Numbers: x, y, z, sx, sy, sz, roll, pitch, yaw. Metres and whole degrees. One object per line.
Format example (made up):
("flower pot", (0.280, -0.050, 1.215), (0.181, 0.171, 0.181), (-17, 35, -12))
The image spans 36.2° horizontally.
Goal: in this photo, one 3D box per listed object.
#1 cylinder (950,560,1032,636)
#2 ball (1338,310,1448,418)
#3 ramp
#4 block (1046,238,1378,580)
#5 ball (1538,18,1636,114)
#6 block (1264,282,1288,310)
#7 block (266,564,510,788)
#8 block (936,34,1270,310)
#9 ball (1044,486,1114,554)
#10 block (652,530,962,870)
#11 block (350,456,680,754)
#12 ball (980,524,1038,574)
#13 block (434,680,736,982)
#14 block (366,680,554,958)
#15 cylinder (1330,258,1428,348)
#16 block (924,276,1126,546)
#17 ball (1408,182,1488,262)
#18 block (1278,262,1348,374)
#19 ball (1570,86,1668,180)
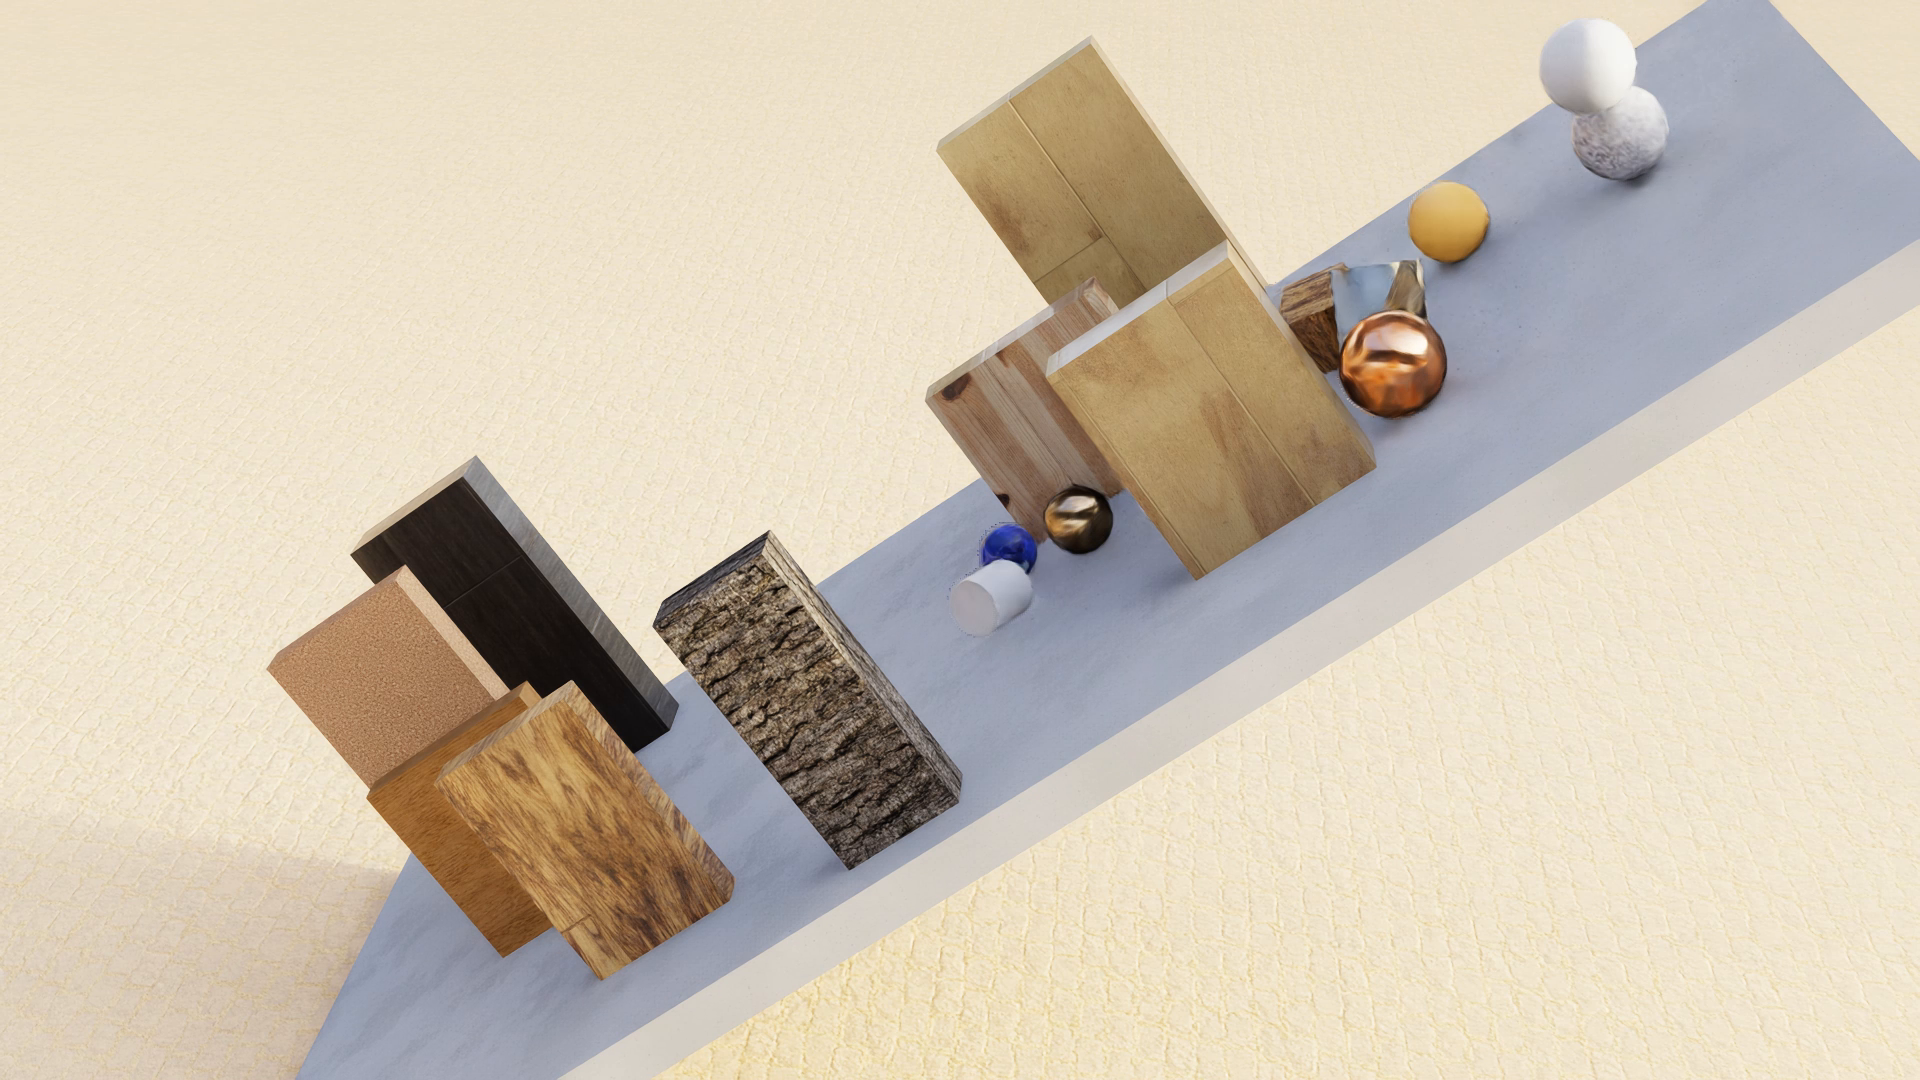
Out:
("cylinder", (0.064, 0.118, 6.013), (0.122, 0.122, 0.122), (15, 30, 33))
("ball", (0.834, -0.339, 5.669), (0.208, 0.208, 0.208), (0, 22, 0))
("ramp", (0.133, 0.176, 6.311), (4.000, 0.100, 2.000), (-33, 16, 16))
("block", (0.480, -0.245, 5.620), (0.414, 0.503, 0.123), (-33, 16, 16))
("ball", (1.242, -0.938, 5.823), (0.190, 0.190, 0.190), (0, 22, 0))
("block", (0.677, -0.456, 6.476), (0.143, 0.143, 0.143), (-45, 17, -26))
("block", (-1.189, 0.467, 6.759), (0.387, 0.766, 0.093), (-33, 16, 16))
("block", (0.350, -0.705, 6.711), (0.425, 0.784, 0.097), (-33, 16, 16))
("ball", (0.251, -0.042, 6.218), (0.145, 0.145, 0.145), (0, 22, 0))
("block", (-0.281, 0.303, 5.515), (0.257, 0.611, 0.121), (-33, 16, 16))
("block", (-1.077, 0.222, 7.156), (0.354, 0.800, 0.146), (-33, 16, 16))
("ball", (0.105, 0.028, 6.376), (0.124, 0.124, 0.124), (0, 22, 0))
("block", (-0.746, 0.584, 5.874), (0.331, 0.535, 0.089), (-33, 16, 16))
("block", (-0.969, 0.612, 6.402), (0.432, 0.475, 0.080), (-33, 16, 16))
("cylinder", (0.846, -0.462, 5.912), (0.184, 0.184, 0.184), (-7, 4, 1))
("block", (0.228, -0.279, 6.443), (0.448, 0.415, 0.097), (-33, 16, 16))
("ball", (1.040, -0.677, 6.264), (0.170, 0.170, 0.170), (0, 22, 0))
("block", (0.775, -0.463, 6.200), (0.148, 0.148, 0.148), (-22, 33, 34))
("ball", (1.343, -0.831, 5.992), (0.195, 0.195, 0.195), (0, 22, 0))
